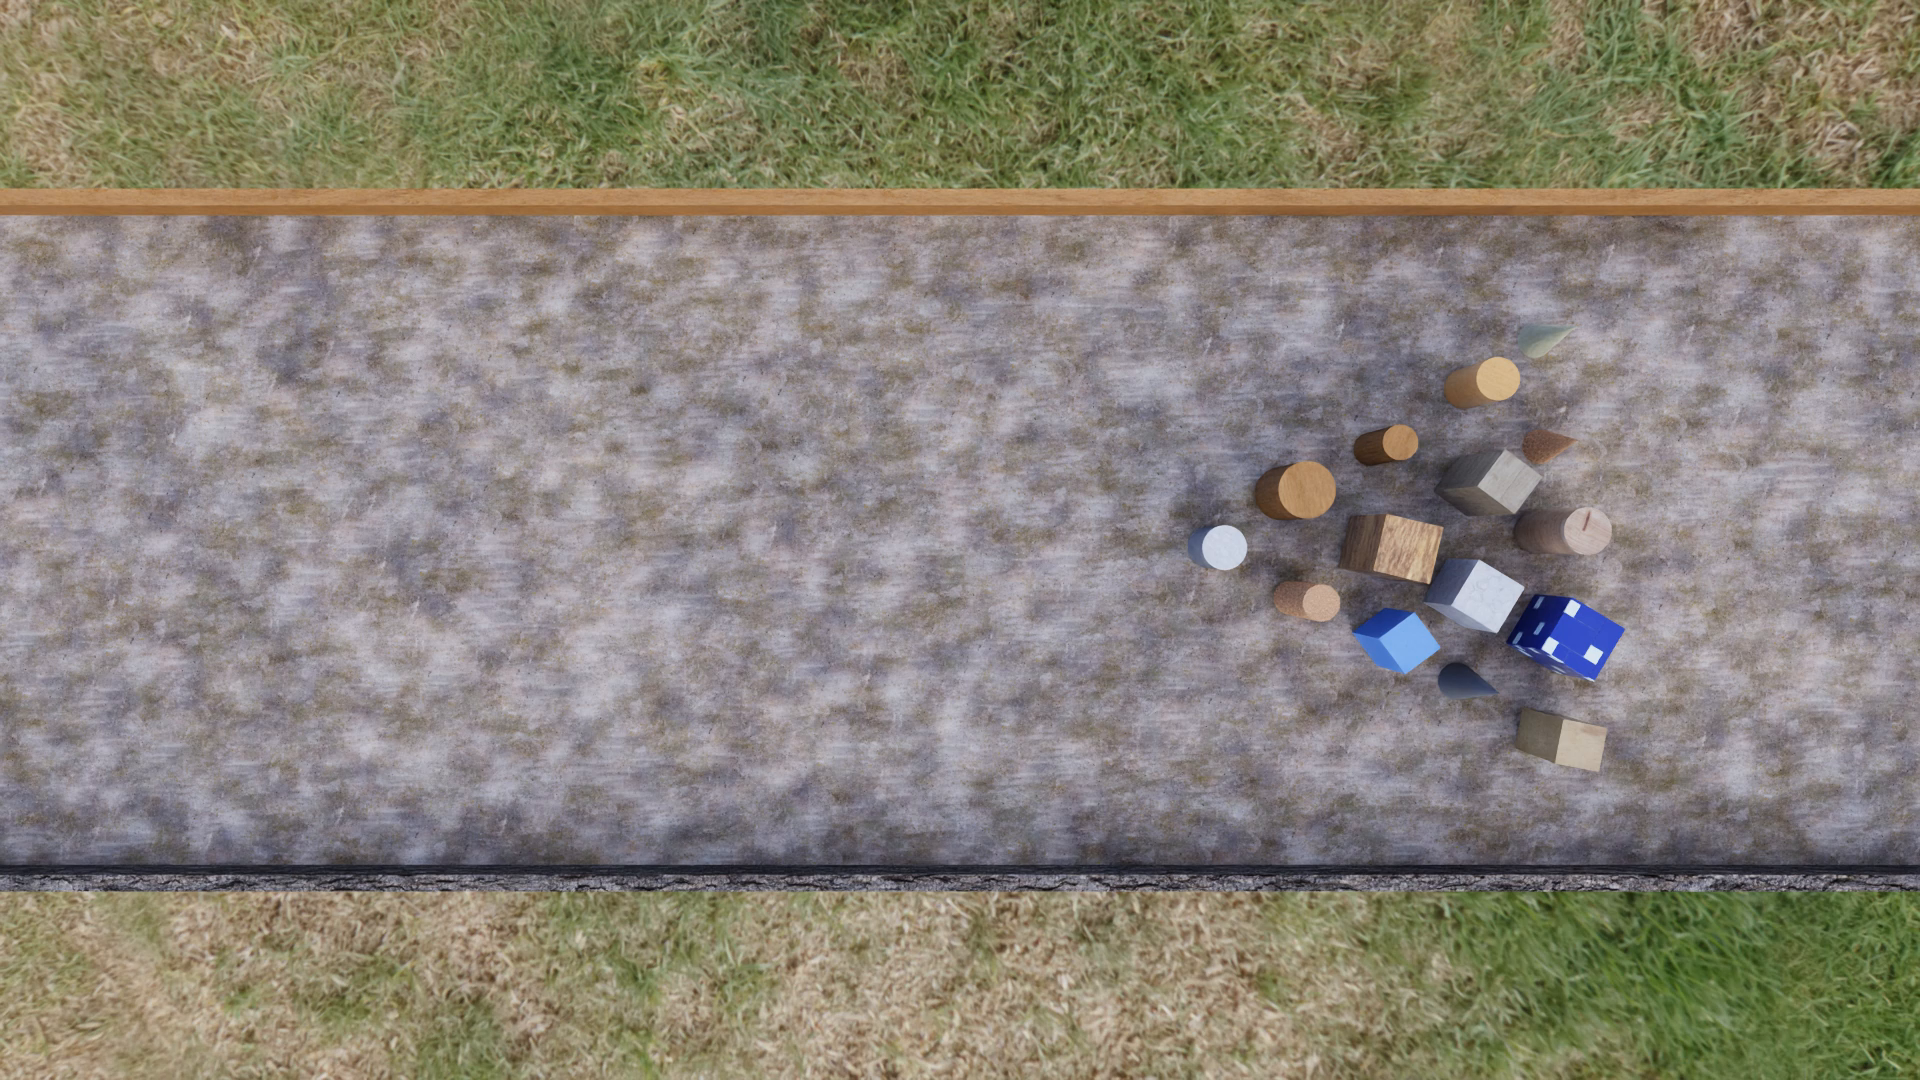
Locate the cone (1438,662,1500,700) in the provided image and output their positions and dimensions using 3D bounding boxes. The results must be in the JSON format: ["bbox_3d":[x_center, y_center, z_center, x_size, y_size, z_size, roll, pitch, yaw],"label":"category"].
[{"bbox_3d":[1.529,0.435,4.871,0.116,0.412,0.116,0,90,0],"label":"cone"}]

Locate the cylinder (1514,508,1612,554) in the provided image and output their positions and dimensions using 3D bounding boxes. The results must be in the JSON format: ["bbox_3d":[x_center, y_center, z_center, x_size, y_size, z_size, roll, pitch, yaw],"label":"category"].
[{"bbox_3d":[1.774,-0.026,4.867,0.135,0.418,0.135,0,90,0],"label":"cylinder"}]

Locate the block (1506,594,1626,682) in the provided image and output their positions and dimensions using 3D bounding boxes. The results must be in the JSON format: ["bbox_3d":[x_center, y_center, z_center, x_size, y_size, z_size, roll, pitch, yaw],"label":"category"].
[{"bbox_3d":[1.799,0.287,4.918,0.177,0.317,0.177,31,90,0],"label":"block"}]

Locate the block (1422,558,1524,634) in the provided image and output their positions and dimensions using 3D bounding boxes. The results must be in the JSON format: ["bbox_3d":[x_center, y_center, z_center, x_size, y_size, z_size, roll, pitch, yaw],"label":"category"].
[{"bbox_3d":[1.528,0.163,4.924,0.155,0.305,0.155,31,90,0],"label":"block"}]

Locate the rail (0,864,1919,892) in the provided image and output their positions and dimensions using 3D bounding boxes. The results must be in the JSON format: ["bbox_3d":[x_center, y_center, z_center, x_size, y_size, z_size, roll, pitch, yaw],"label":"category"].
[{"bbox_3d":[-2.247,1.025,5.001,12.000,0.150,0.050,0,90,0],"label":"rail"}]

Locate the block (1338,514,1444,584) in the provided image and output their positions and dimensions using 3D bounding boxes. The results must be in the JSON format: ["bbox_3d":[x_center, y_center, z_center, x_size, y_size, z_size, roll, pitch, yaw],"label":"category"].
[{"bbox_3d":[1.261,0.025,4.858,0.164,0.437,0.164,13,90,0],"label":"block"}]

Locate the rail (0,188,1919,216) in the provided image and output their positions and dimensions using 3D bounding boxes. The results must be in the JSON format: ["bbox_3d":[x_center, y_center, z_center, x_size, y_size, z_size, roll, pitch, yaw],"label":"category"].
[{"bbox_3d":[-2.247,-1.025,5.002,12.000,0.150,0.050,0,90,0],"label":"rail"}]

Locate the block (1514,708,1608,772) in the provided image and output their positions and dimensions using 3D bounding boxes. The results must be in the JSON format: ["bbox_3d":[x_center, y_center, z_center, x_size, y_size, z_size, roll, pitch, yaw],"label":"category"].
[{"bbox_3d":[1.783,0.590,4.905,0.129,0.344,0.129,11,90,0],"label":"block"}]

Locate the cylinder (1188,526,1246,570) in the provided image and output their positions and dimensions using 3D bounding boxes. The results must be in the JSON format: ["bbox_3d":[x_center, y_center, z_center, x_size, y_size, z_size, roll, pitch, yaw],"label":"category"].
[{"bbox_3d":[0.766,0.022,4.923,0.129,0.306,0.129,0,90,0],"label":"cylinder"}]

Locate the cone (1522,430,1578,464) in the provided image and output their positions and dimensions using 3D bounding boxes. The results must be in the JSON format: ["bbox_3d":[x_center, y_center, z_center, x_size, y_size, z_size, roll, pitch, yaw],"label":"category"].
[{"bbox_3d":[1.784,-0.288,4.914,0.106,0.326,0.106,0,90,0],"label":"cone"}]

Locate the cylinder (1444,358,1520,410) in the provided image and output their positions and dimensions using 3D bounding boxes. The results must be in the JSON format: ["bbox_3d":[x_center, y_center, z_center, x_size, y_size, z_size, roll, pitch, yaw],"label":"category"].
[{"bbox_3d":[1.552,-0.465,4.916,0.125,0.322,0.125,0,90,0],"label":"cylinder"}]

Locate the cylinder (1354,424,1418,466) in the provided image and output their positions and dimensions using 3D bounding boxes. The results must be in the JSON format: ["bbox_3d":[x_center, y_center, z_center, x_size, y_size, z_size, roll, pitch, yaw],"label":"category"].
[{"bbox_3d":[1.262,-0.280,4.900,0.102,0.352,0.102,0,90,0],"label":"cylinder"}]

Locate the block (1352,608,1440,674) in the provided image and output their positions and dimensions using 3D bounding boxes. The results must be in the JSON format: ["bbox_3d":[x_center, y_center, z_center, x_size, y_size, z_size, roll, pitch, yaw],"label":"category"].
[{"bbox_3d":[1.295,0.297,4.913,0.128,0.328,0.128,-37,90,0],"label":"block"}]

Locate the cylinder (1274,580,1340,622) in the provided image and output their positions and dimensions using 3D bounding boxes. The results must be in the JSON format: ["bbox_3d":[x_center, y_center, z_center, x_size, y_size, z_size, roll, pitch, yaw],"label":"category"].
[{"bbox_3d":[1.017,0.177,4.858,0.105,0.436,0.105,0,90,0],"label":"cylinder"}]

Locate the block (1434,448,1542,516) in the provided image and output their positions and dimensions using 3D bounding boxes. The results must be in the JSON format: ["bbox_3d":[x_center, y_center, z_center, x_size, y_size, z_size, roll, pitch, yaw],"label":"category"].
[{"bbox_3d":[1.547,-0.164,4.858,0.131,0.437,0.131,37,90,0],"label":"block"}]

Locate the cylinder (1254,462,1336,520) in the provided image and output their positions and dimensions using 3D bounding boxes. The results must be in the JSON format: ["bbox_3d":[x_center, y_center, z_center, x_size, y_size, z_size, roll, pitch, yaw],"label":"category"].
[{"bbox_3d":[0.989,-0.143,4.885,0.164,0.382,0.164,0,90,0],"label":"cylinder"}]

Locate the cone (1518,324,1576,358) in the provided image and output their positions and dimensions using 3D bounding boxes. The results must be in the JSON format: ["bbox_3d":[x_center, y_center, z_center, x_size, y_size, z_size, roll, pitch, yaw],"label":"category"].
[{"bbox_3d":[1.768,-0.612,4.900,0.105,0.352,0.105,0,90,0],"label":"cone"}]
